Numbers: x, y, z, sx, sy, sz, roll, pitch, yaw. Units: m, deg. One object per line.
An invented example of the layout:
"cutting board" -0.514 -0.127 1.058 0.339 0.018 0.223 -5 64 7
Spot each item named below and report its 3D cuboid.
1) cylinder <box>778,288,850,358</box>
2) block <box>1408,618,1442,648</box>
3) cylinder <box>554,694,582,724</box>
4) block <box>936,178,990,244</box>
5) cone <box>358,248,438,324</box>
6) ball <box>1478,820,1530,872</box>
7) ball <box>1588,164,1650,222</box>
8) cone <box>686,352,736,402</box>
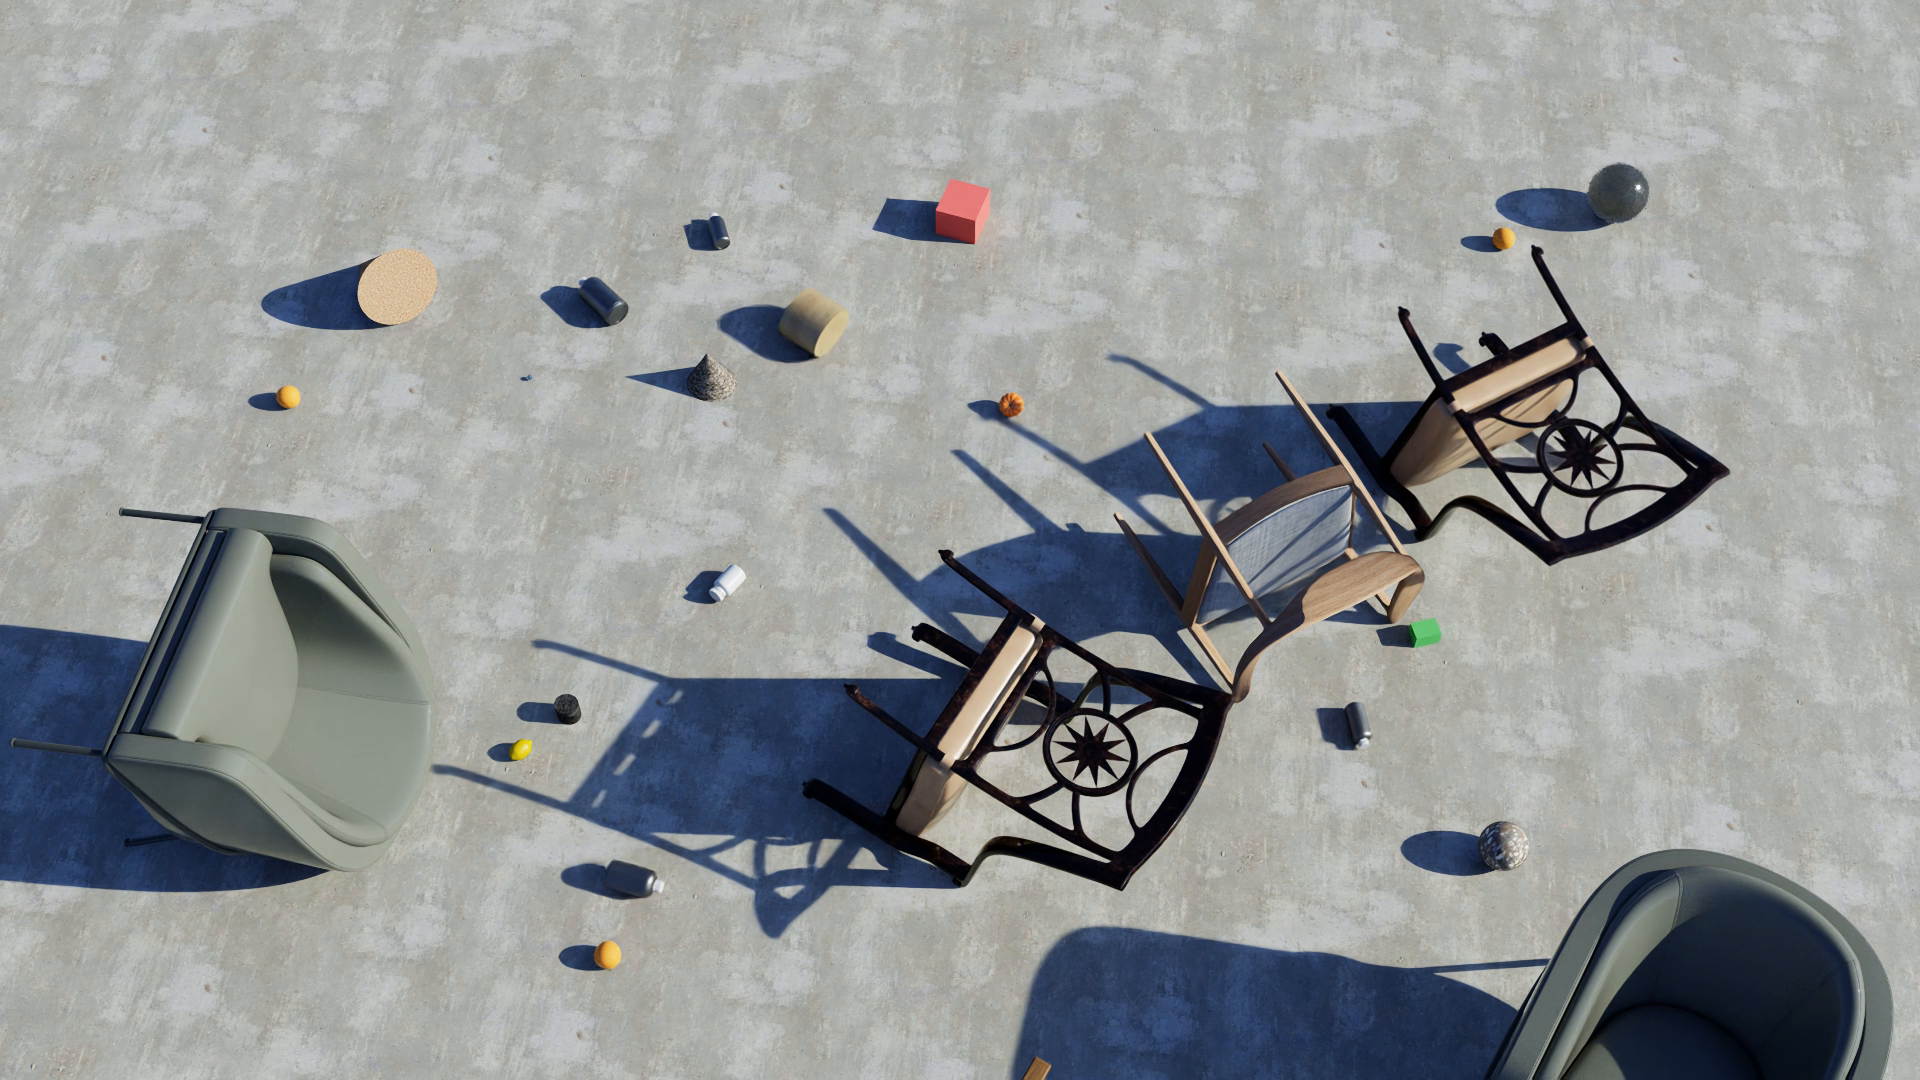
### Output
"cylinder" -0.462 -0.688 6.955 0.148 0.128 0.180 33 81 20
"block" 1.344 0.269 6.363 0.076 0.050 0.054 -12 57 -8
"cylinder" -1.108 0.479 6.214 0.069 0.064 0.064 15 57 10
"block" 0.010 -1.080 7.229 0.137 0.115 0.148 16 58 11
"cone" -1.872 -0.852 7.079 0.273 0.242 0.283 -31 38 -27
"ball" 1.468 0.826 5.939 0.134 0.134 0.134 0 56 0
"ball" 2.162 -1.139 7.222 0.193 0.193 0.193 0 56 0
"cone" -0.780 -0.535 6.842 0.159 0.151 0.147 17 58 11
